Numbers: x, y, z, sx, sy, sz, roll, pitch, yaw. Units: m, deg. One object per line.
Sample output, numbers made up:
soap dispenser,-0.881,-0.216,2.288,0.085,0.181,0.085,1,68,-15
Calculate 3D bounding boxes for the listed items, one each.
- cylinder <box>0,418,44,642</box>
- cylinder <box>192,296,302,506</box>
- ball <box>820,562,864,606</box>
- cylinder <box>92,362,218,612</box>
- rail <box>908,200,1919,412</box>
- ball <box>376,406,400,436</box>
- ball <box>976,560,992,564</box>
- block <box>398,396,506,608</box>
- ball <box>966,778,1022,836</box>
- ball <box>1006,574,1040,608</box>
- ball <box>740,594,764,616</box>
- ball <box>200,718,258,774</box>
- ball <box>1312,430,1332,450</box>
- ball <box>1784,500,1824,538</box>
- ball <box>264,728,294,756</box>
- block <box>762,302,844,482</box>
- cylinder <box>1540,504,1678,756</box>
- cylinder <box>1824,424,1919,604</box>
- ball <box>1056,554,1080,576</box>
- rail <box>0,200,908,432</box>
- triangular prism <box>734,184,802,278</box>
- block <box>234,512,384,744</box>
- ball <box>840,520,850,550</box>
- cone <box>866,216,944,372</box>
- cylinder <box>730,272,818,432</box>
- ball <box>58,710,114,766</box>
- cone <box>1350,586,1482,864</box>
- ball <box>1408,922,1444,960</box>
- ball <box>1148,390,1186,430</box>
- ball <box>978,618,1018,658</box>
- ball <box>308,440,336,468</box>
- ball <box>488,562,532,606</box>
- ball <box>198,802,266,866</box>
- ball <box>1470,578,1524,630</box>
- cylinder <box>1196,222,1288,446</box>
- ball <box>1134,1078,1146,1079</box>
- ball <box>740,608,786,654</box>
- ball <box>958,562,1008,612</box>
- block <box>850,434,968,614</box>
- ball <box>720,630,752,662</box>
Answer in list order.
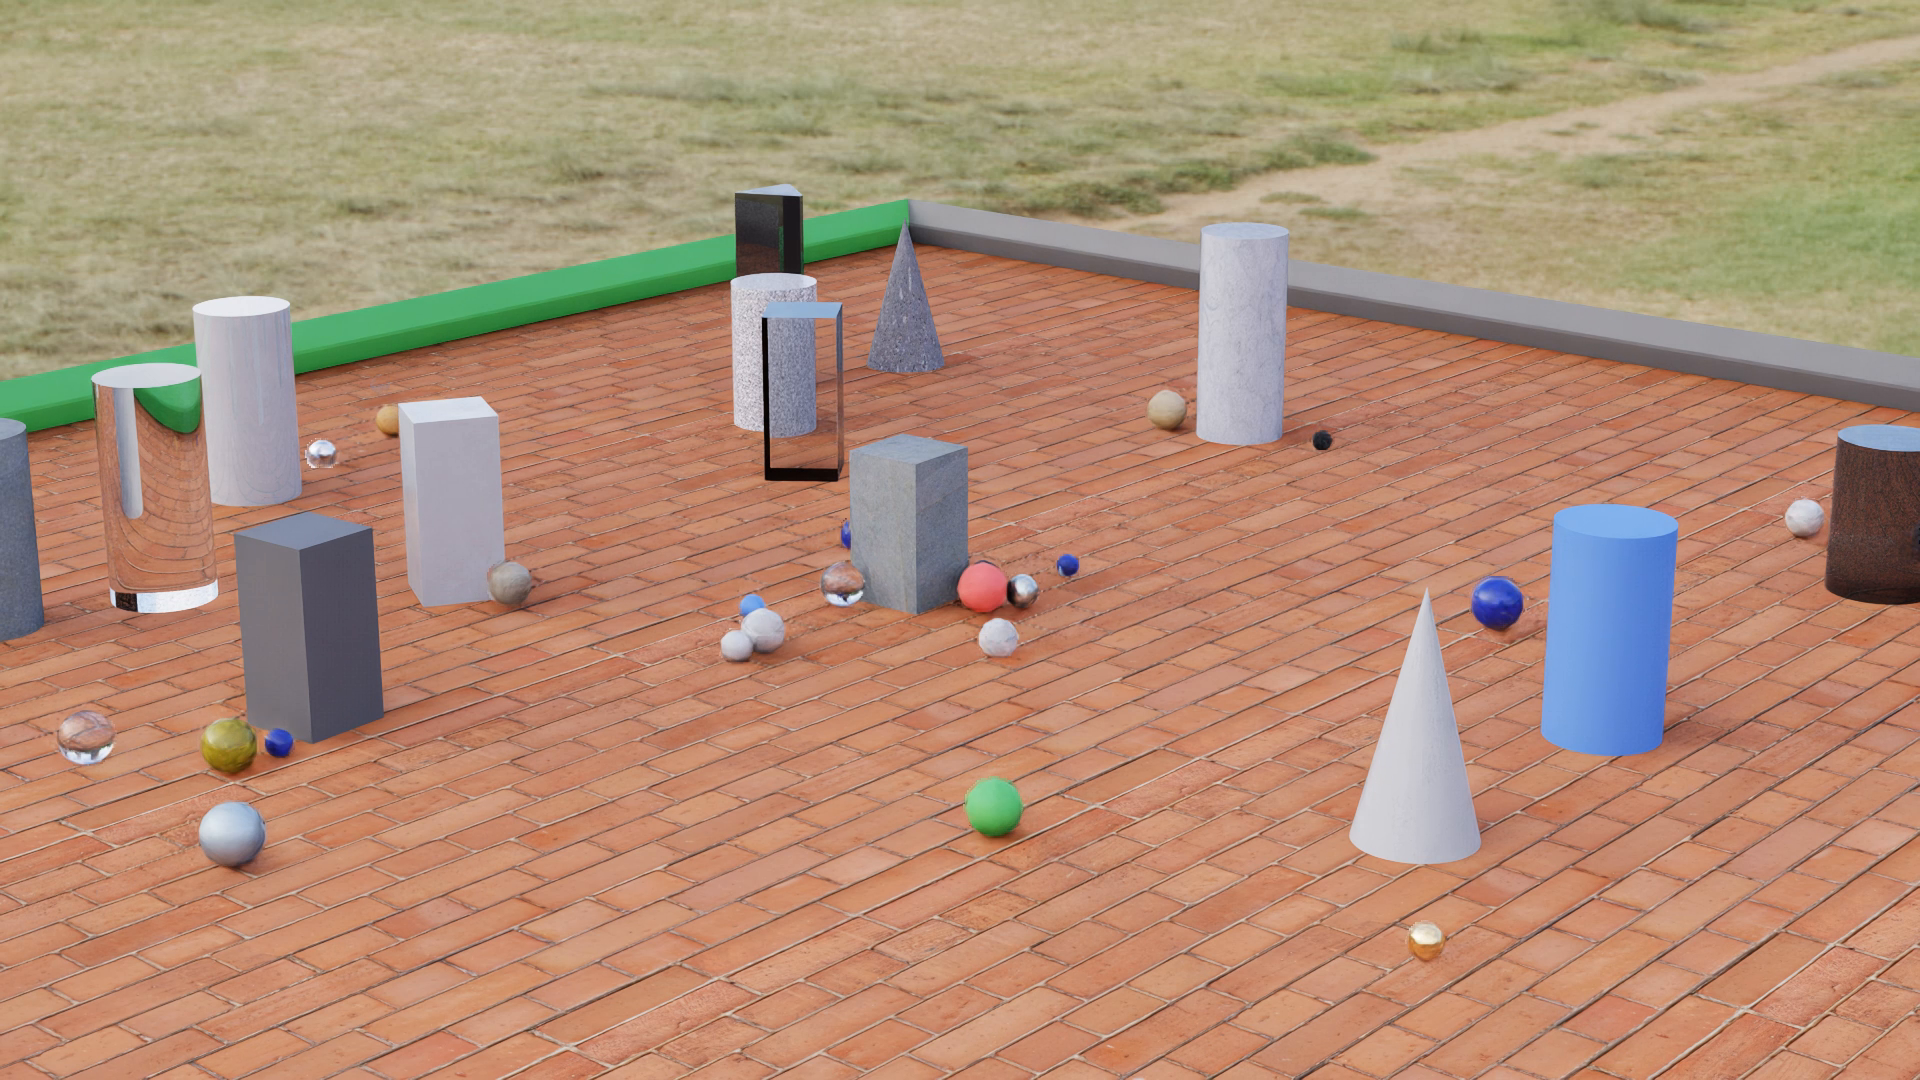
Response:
cylinder,-1.637,-0.017,4.893,0.181,0.341,0.181,0,17,0
cylinder,-1.376,-0.269,5.669,0.181,0.373,0.181,0,17,0
ball,-0.202,0.077,5.042,0.076,0.076,0.076,0,17,0
cylinder,-1.383,-0.091,5.043,0.181,0.395,0.181,0,17,0
rail,1.494,-0.470,6.769,4.384,0.118,0.045,14,22,39
ball,-1.192,-0.251,6.143,0.063,0.063,0.063,0,17,0
ball,0.041,0.063,5.094,0.055,0.055,0.055,0,17,0
block,-0.880,-0.068,5.084,0.145,0.327,0.145,-6,18,-20
ball,0.048,0.371,4.064,0.079,0.079,0.079,0,17,0
ball,0.107,0.088,5.035,0.058,0.058,0.058,0,17,0
ball,-0.353,0.113,4.979,0.042,0.042,0.042,0,17,0
ball,-1.070,0.301,4.292,0.082,0.082,0.082,0,17,0
ball,0.745,-0.205,6.031,0.041,0.041,0.041,0,17,0
ball,1.566,-0.041,5.437,0.071,0.071,0.071,0,17,0
ball,-1.013,0.301,4.359,0.042,0.042,0.042,0,17,0
block,-0.311,-0.296,5.830,0.145,0.331,0.145,1,17,3
cylinder,0.974,0.134,4.402,0.181,0.338,0.181,0,17,0
cylinder,1.610,-0.046,5.103,0.181,0.274,0.181,0,17,0
ball,0.192,0.045,5.206,0.041,0.041,0.041,0,17,0
rail,-1.637,-0.383,6.482,0.045,0.118,4.606,14,22,39
triangular prism,-0.406,-0.576,6.586,0.157,0.429,0.136,5,17,15
block,-0.990,0.132,4.463,0.145,0.306,0.145,12,21,35
ball,-0.188,-0.009,5.349,0.061,0.061,0.061,0,17,0
cone,-0.125,-0.572,6.720,0.181,0.344,0.181,0,17,0
cylinder,-0.392,-0.399,6.218,0.181,0.303,0.181,0,17,0
ball,-1.288,0.292,4.322,0.081,0.081,0.081,0,17,0
cone,0.630,0.238,4.009,0.181,0.366,0.181,0,17,0
ball,0.586,0.504,3.682,0.046,0.046,0.046,0,17,0
ball,0.436,-0.274,6.187,0.083,0.083,0.083,0,17,0
ball,0.063,0.160,4.785,0.065,0.065,0.065,0,17,0
ball,-1.282,-0.172,5.895,0.057,0.057,0.057,0,17,0
ball,-0.771,0.074,5.026,0.075,0.075,0.075,0,17,0
ball,-0.984,0.398,3.962,0.088,0.088,0.088,0,17,0
ball,0.901,0.107,4.922,0.088,0.088,0.088,0,17,0
cylinder,0.587,-0.430,6.098,0.181,0.433,0.181,0,17,0
ball,0.196,0.631,3.186,0.091,0.091,0.091,0,17,0
ball,-0.323,0.149,4.807,0.074,0.074,0.074,0,17,0
ball,0.039,0.081,5.004,0.085,0.085,0.085,0,17,0
block,-0.088,-0.029,5.062,0.145,0.266,0.145,13,21,36
ball,-0.363,0.173,4.763,0.053,0.053,0.053,0,17,0
